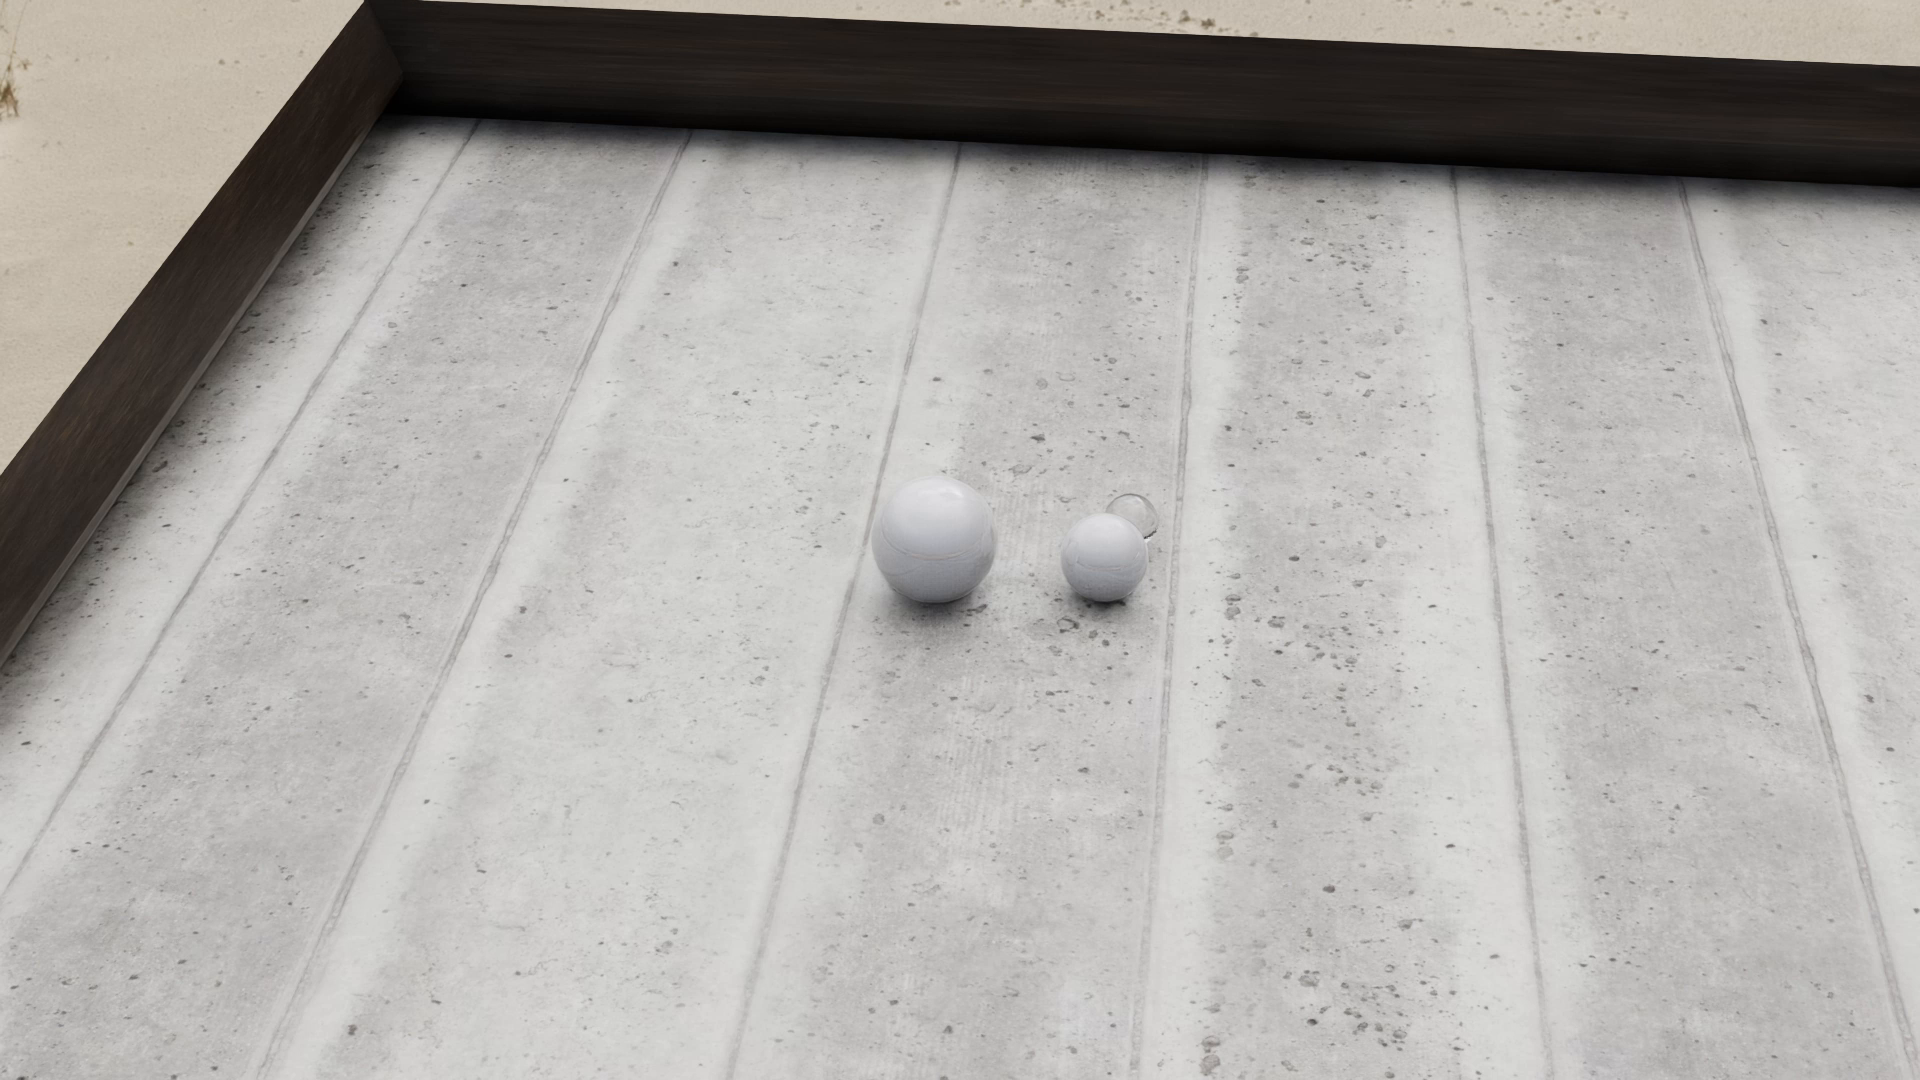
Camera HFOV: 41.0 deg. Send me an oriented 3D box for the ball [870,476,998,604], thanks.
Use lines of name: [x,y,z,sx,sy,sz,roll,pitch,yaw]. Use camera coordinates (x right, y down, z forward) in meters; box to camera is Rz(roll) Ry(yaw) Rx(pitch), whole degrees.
ball: [-0.019,0.000,1.947,0.097,0.097,0.097,0,35,0]

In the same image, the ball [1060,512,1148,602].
ball: [0.110,0.013,1.953,0.068,0.068,0.068,0,35,0]

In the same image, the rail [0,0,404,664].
rail: [-0.666,-0.066,2.015,0.045,0.126,1.536,4,35,5]

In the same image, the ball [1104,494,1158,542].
ball: [0.134,-0.015,2.016,0.043,0.043,0.043,0,35,0]

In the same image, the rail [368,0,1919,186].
rail: [0.771,-0.400,2.501,2.775,0.126,0.045,4,35,5]
